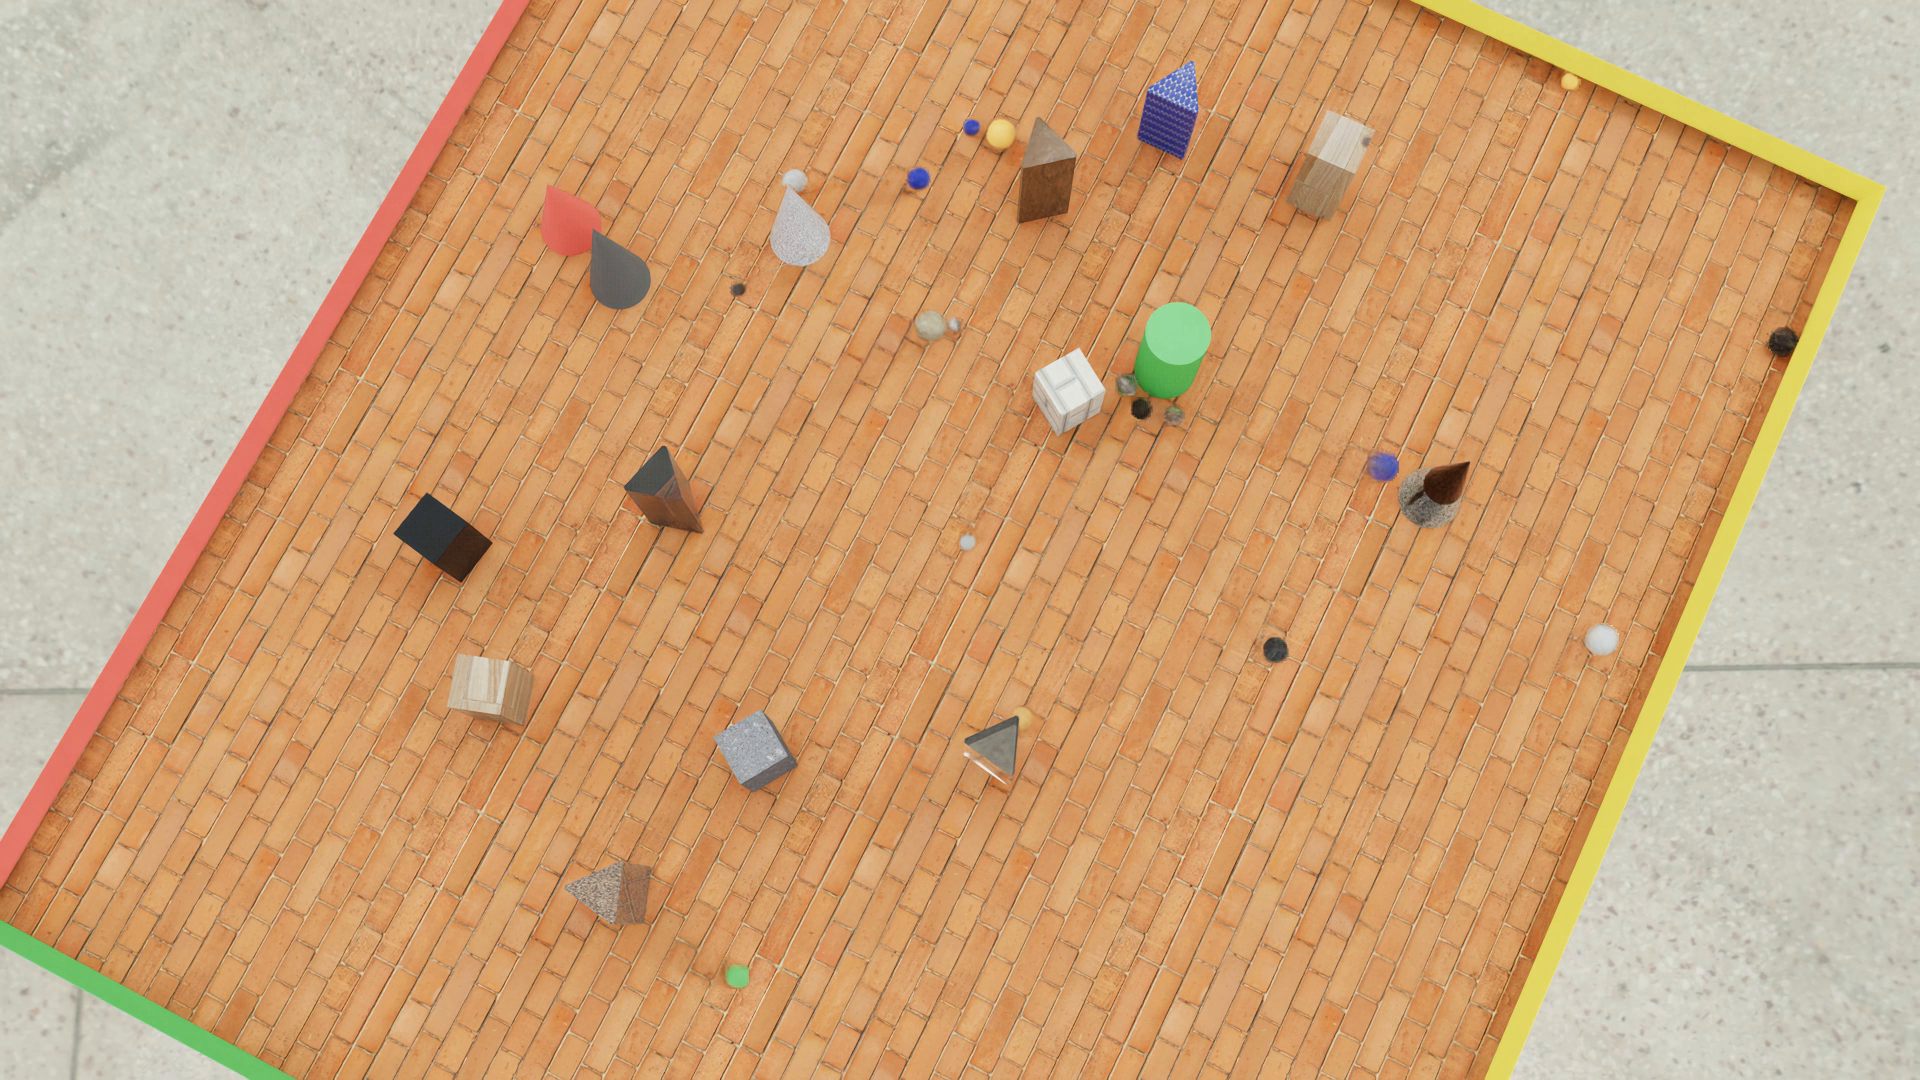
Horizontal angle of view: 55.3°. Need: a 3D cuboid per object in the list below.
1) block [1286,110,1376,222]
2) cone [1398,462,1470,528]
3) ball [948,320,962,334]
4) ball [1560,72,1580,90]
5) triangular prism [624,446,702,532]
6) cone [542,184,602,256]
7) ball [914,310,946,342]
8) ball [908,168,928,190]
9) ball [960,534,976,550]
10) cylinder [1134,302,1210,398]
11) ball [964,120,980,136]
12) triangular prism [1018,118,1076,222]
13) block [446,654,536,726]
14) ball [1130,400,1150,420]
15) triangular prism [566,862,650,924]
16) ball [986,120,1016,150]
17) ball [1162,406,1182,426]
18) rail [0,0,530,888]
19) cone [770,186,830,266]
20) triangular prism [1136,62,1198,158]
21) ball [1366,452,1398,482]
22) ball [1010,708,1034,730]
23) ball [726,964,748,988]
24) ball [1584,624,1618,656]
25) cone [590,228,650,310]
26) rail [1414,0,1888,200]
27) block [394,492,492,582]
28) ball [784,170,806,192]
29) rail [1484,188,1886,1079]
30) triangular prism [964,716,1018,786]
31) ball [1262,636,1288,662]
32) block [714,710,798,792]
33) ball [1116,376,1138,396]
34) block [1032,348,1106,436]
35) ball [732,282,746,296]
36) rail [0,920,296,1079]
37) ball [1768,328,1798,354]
[{"bbox_3d":[1.140,-1.151,5.660,0.154,0.382,0.154,25,79,5],"label":"block"},{"bbox_3d":[1.446,-0.177,5.415,0.193,0.465,0.193,0,78,0],"label":"cone"},{"bbox_3d":[-0.016,-0.669,5.733,0.044,0.044,0.044,0,78,0],"label":"ball"},{"bbox_3d":[1.962,-1.475,5.893,0.055,0.055,0.055,0,78,0],"label":"ball"},{"bbox_3d":[-0.854,-0.153,5.416,0.167,0.455,0.145,11,79,2],"label":"triangular prism"},{"bbox_3d":[-1.235,-1.030,5.652,0.193,0.348,0.193,0,78,0],"label":"cone"},{"bbox_3d":[-0.093,-0.665,5.705,0.096,0.096,0.096,0,78,0],"label":"ball"},{"bbox_3d":[-0.134,-1.147,5.819,0.069,0.069,0.069,0,78,0],"label":"ball"},{"bbox_3d":[0.023,0.005,5.591,0.047,0.047,0.047,0,78,0],"label":"ball"},{"bbox_3d":[0.640,-0.570,5.553,0.193,0.356,0.193,0,78,0],"label":"cylinder"},{"bbox_3d":[0.041,-1.320,5.863,0.051,0.051,0.051,0,78,0],"label":"ball"},{"bbox_3d":[0.247,-1.140,5.629,0.167,0.438,0.145,-13,79,-3],"label":"triangular prism"},{"bbox_3d":[-1.370,0.442,5.367,0.154,0.310,0.154,8,78,2],"label":"block"},{"bbox_3d":[0.559,-0.404,5.668,0.062,0.062,0.062,0,78,0],"label":"ball"},{"bbox_3d":[-0.957,0.975,5.177,0.167,0.466,0.145,35,80,7],"label":"triangular prism"},{"bbox_3d":[0.130,-1.292,5.837,0.092,0.092,0.092,0,78,0],"label":"ball"},{"bbox_3d":[0.657,-0.384,5.665,0.061,0.061,0.061,0,78,0],"label":"ball"},{"bbox_3d":[-1.845,-0.897,5.737,0.045,0.125,4.589,26,80,5],"label":"rail"},{"bbox_3d":[-0.507,-1.004,5.609,0.193,0.421,0.193,0,78,0],"label":"cone"},{"bbox_3d":[0.675,-1.355,5.719,0.167,0.348,0.145,26,80,5],"label":"triangular prism"},{"bbox_3d":[1.293,-0.224,5.617,0.090,0.090,0.090,0,78,0],"label":"ball"},{"bbox_3d":[0.185,0.534,5.472,0.067,0.067,0.067,0,78,0],"label":"ball"},{"bbox_3d":[-0.648,1.266,5.320,0.067,0.067,0.067,0,78,0],"label":"ball"},{"bbox_3d":[1.925,0.301,5.506,0.094,0.094,0.094,0,78,0],"label":"ball"},{"bbox_3d":[-1.072,-0.865,5.568,0.193,0.445,0.193,0,78,0],"label":"cone"},{"bbox_3d":[1.016,-1.982,5.962,4.173,0.125,0.045,26,80,5],"label":"rail"},{"bbox_3d":[-1.538,-0.005,5.467,0.154,0.295,0.154,35,81,7],"label":"block"},{"bbox_3d":[-0.522,-1.139,5.815,0.074,0.074,0.074,0,78,0],"label":"ball"},{"bbox_3d":[1.845,0.910,5.363,0.045,0.125,4.589,26,80,5],"label":"rail"},{"bbox_3d":[0.121,0.588,5.300,0.167,0.381,0.145,35,80,7],"label":"triangular prism"},{"bbox_3d":[0.949,0.329,5.510,0.075,0.075,0.075,0,78,0],"label":"ball"},{"bbox_3d":[-0.589,0.615,5.317,0.154,0.338,0.154,-30,80,-6],"label":"block"},{"bbox_3d":[0.518,-0.479,5.682,0.065,0.065,0.065,0,78,0],"label":"ball"},{"bbox_3d":[0.329,-0.449,5.587,0.154,0.239,0.154,-30,80,-6],"label":"block"},{"bbox_3d":[-0.695,-0.787,5.758,0.042,0.042,0.042,0,78,0],"label":"ball"},{"bbox_3d":[-1.016,1.996,5.139,4.173,0.125,0.045,26,80,5],"label":"rail"},{"bbox_3d":[2.560,-0.619,5.702,0.084,0.084,0.084,0,78,0],"label":"ball"}]
